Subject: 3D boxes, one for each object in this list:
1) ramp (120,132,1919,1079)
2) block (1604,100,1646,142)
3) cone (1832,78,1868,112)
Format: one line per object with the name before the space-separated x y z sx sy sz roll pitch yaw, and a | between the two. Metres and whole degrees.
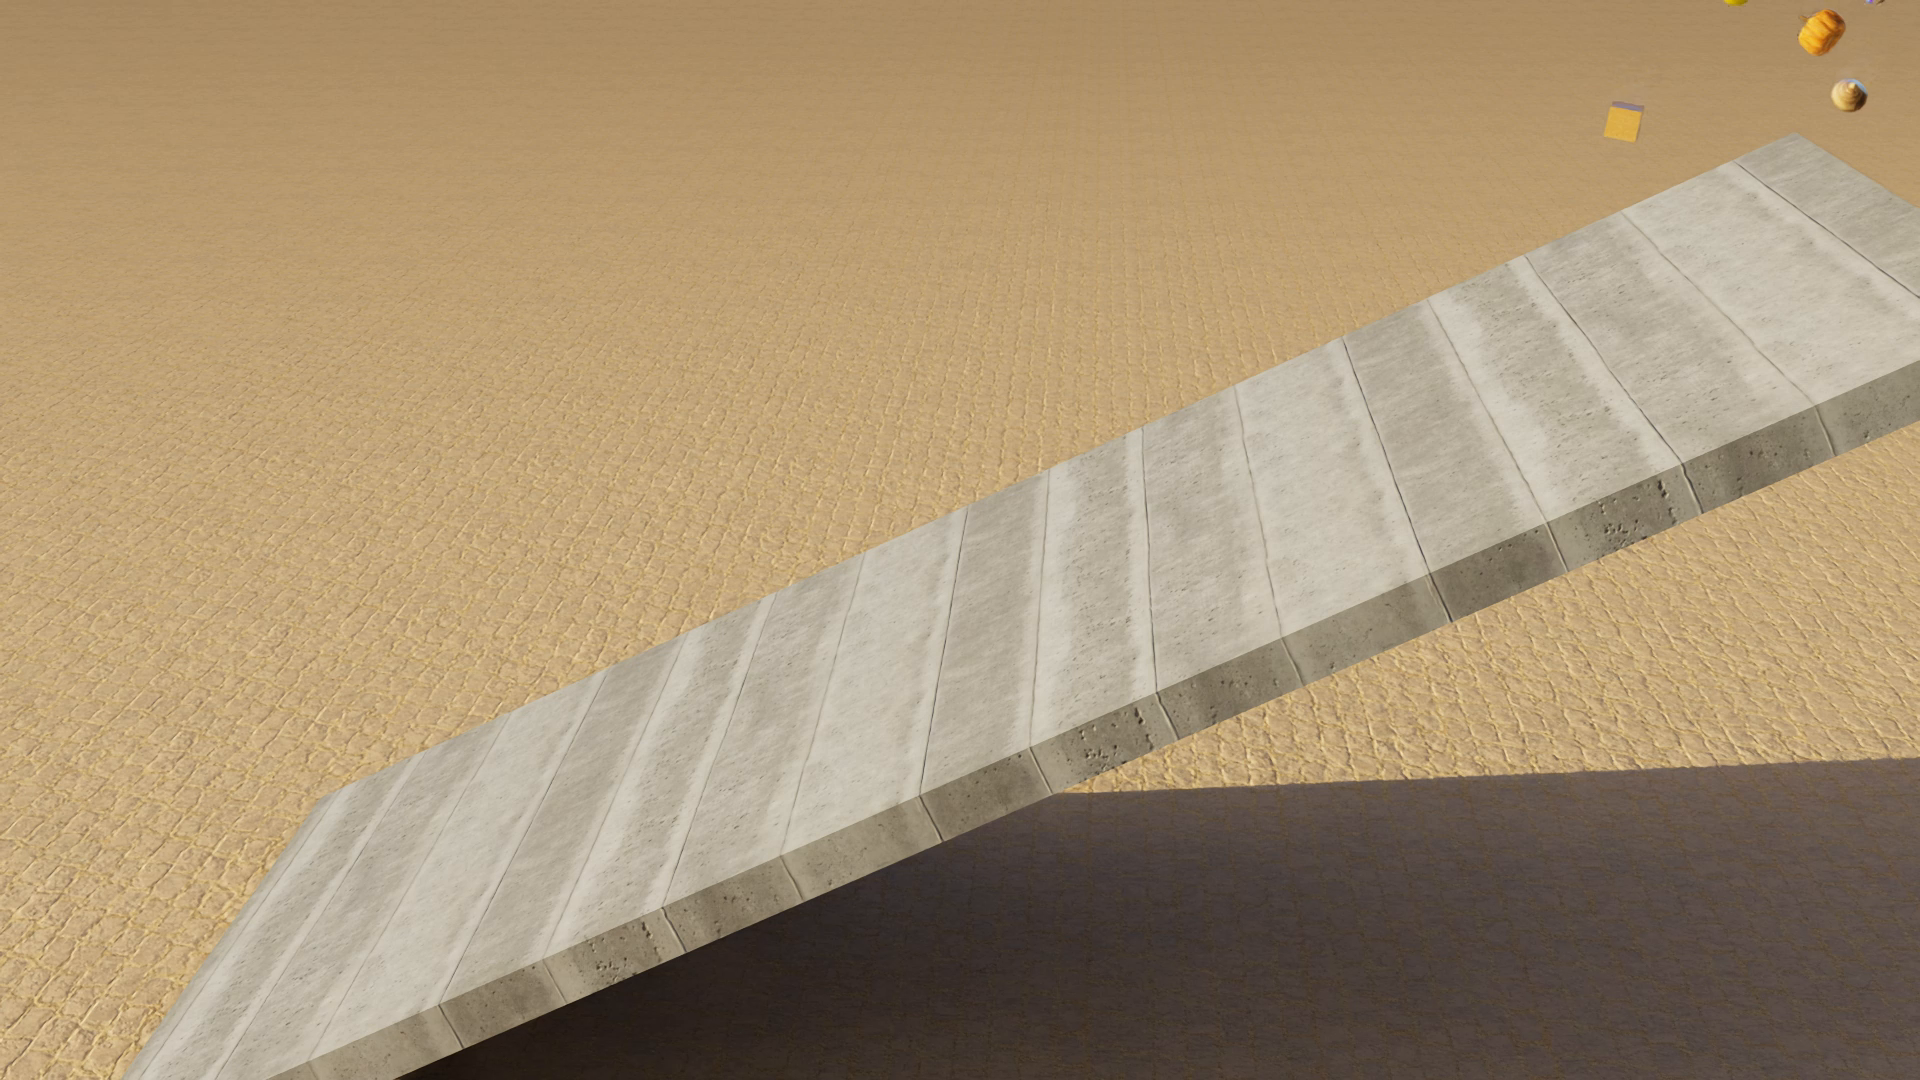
ramp | 0.136 0.168 6.282 4.000 0.100 2.000 -24 13 9
block | 1.330 -0.837 5.885 0.062 0.062 0.062 14 23 16
cone | 1.758 -0.888 5.795 0.070 0.070 0.070 2 -10 8
